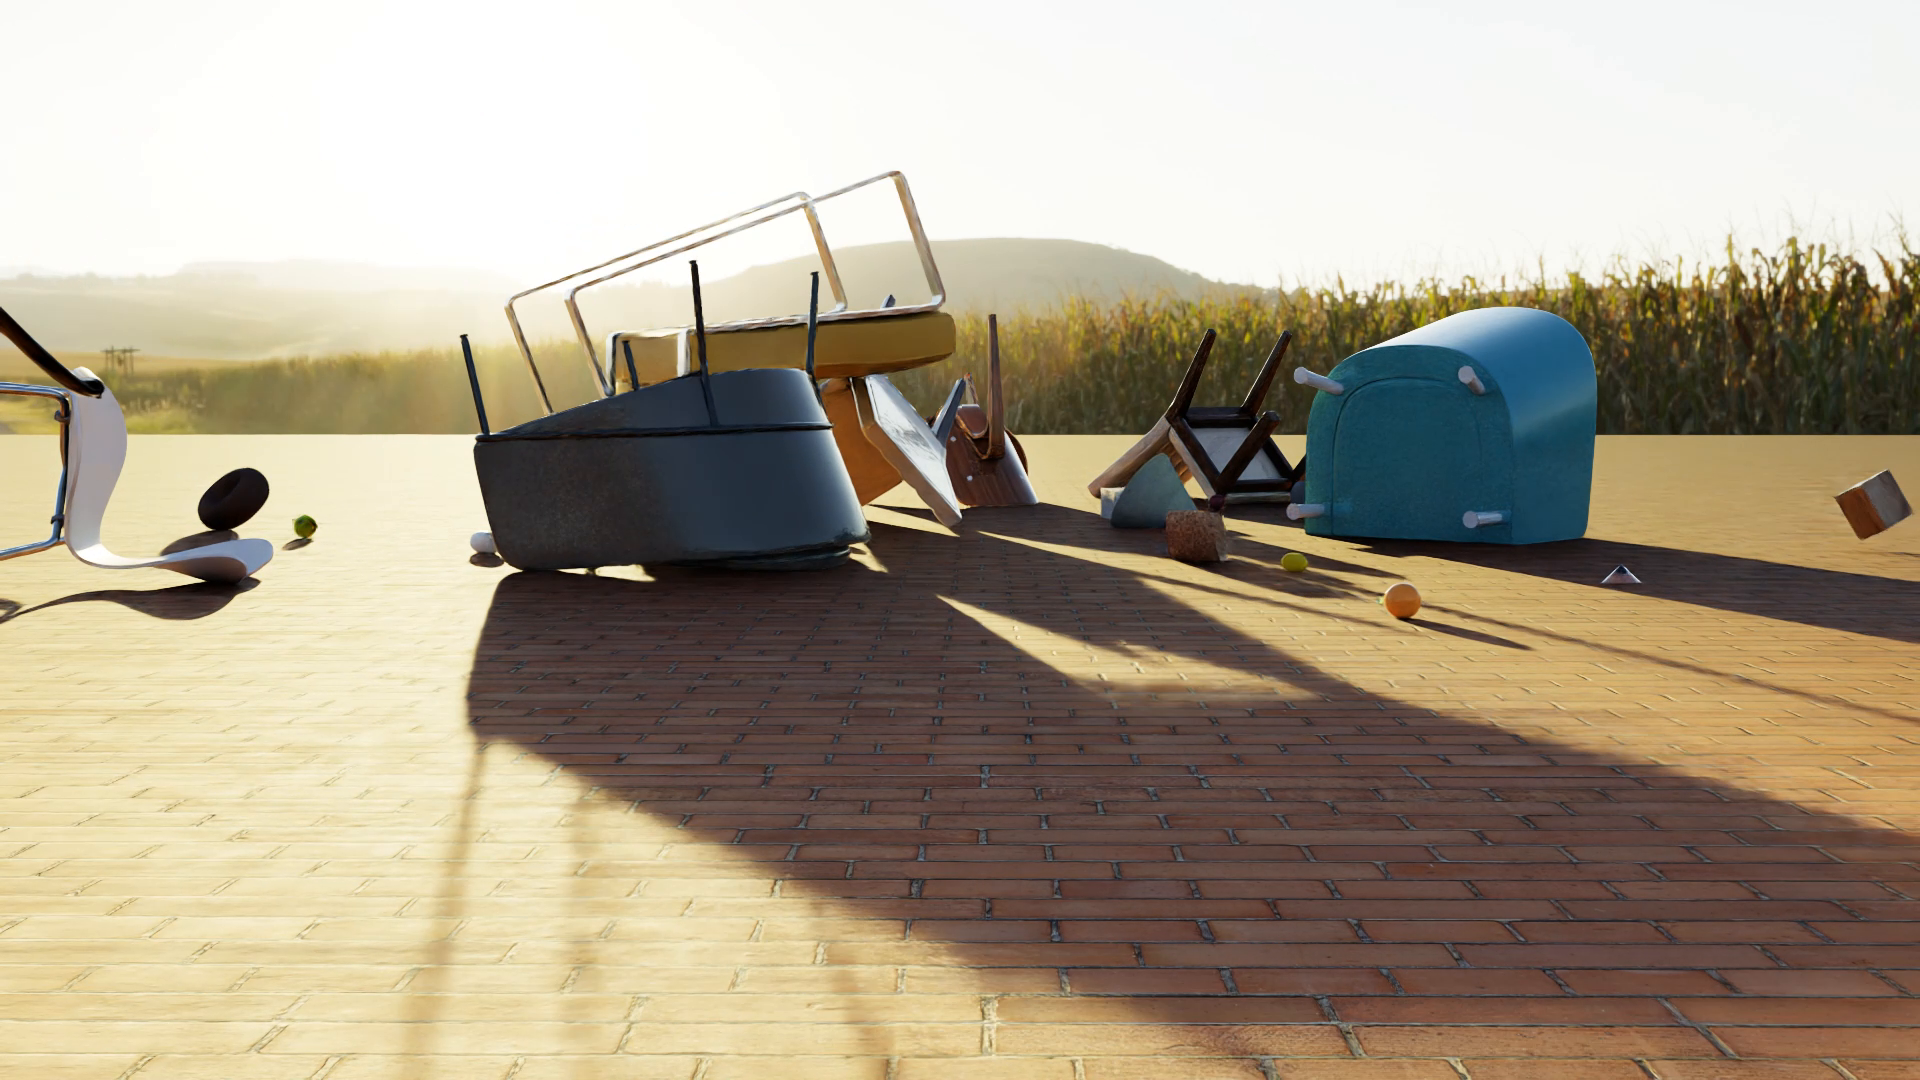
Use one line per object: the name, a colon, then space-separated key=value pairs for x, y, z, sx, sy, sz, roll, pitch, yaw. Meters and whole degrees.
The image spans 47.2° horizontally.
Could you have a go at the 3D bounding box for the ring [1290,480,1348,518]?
ring: x=1.263 y=-0.144 z=7.723 sx=0.192 sy=0.129 sz=0.261 roll=0 pitch=2 yaw=31

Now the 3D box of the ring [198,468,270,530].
ring: x=-2.315 y=-0.129 z=7.009 sx=0.165 sy=0.247 sz=0.113 roll=50 pitch=-2 yaw=45

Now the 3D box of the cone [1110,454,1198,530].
cone: x=0.685 y=-0.095 z=7.052 sx=0.269 sy=0.228 sz=0.317 roll=31 pitch=58 yaw=24

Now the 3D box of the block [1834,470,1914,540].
block: x=2.575 y=-0.098 z=6.195 sx=0.134 sy=0.142 sz=0.101 roll=-24 pitch=-8 yaw=-31

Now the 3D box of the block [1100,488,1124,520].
block: x=0.616 y=-0.124 z=7.606 sx=0.211 sy=0.102 sz=0.255 roll=-1 pitch=4 yaw=-7

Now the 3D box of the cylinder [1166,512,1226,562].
cylinder: x=0.616 y=-0.010 z=5.723 sx=0.128 sy=0.149 sz=0.083 roll=2 pitch=38 yaw=25

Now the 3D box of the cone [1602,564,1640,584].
cone: x=1.540 y=0.077 z=5.121 sx=0.098 sy=0.041 sz=0.072 roll=-2 pitch=4 yaw=-24
